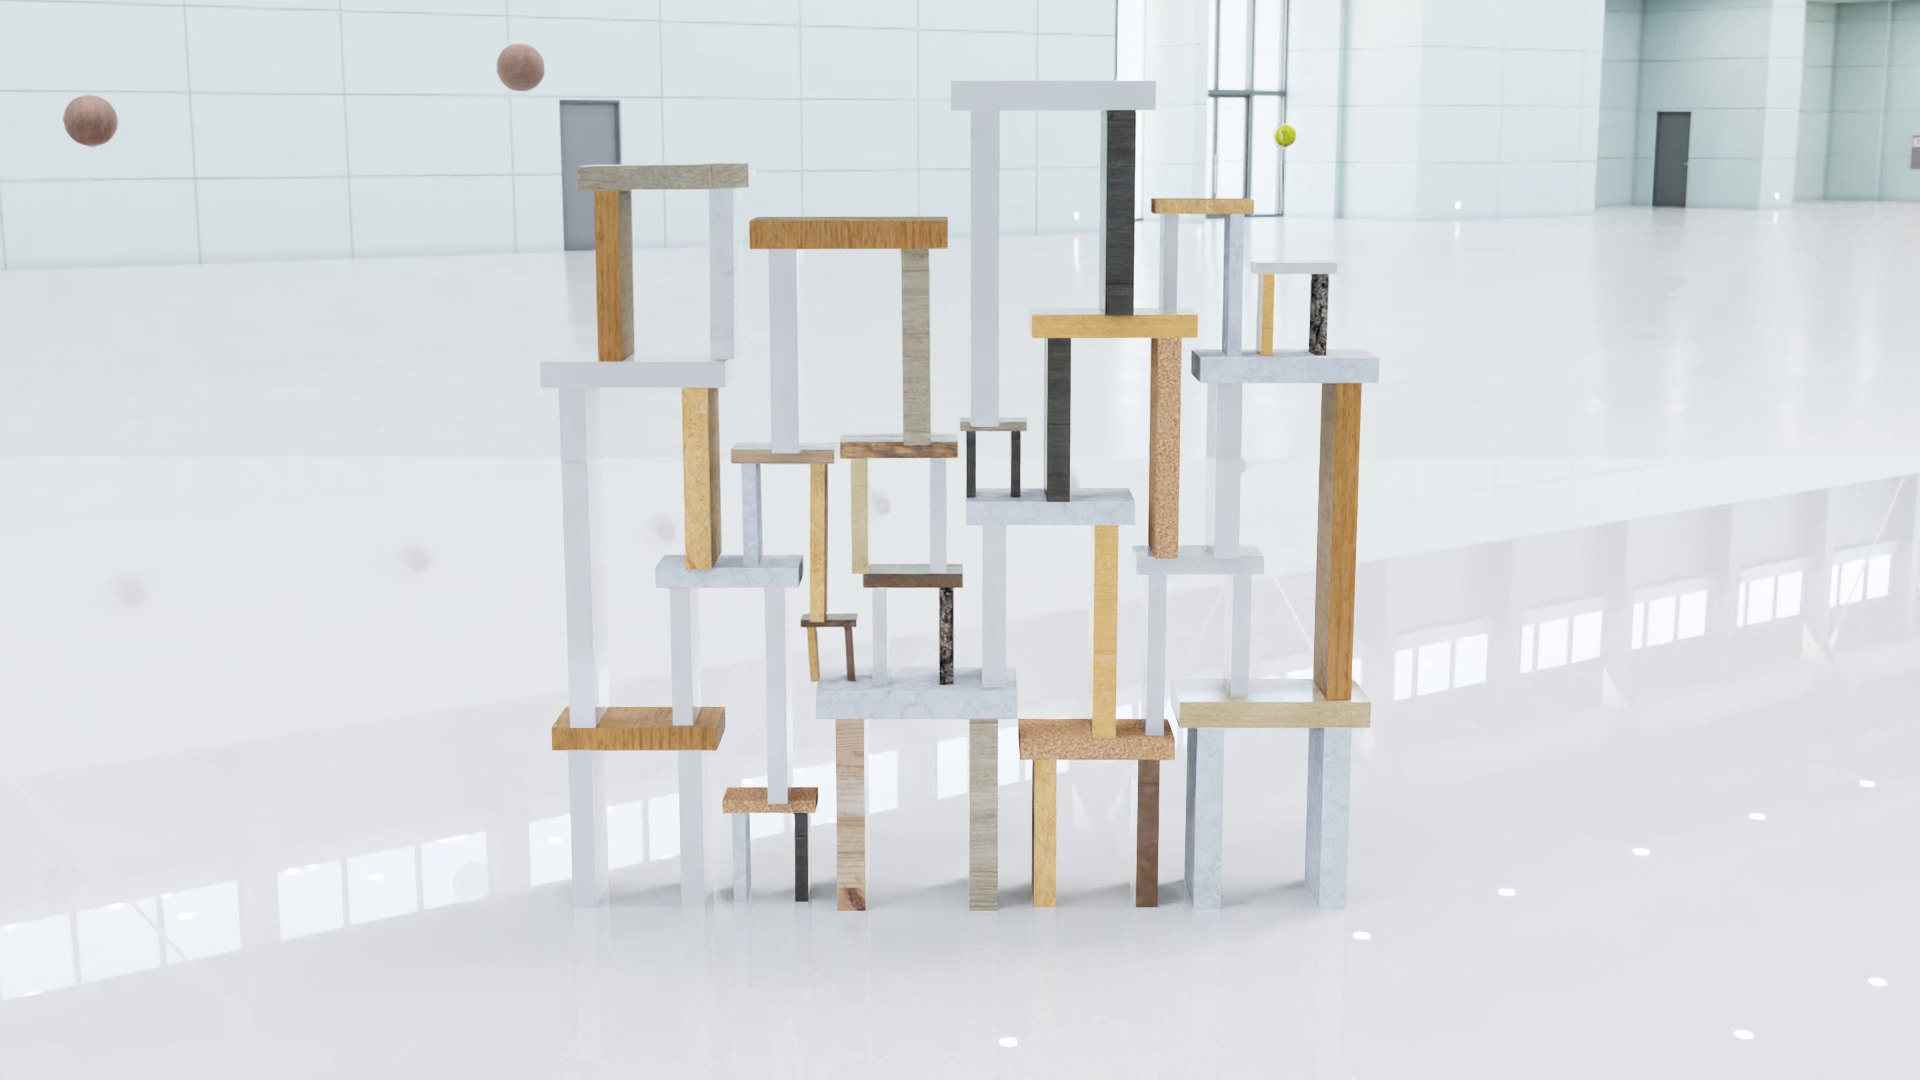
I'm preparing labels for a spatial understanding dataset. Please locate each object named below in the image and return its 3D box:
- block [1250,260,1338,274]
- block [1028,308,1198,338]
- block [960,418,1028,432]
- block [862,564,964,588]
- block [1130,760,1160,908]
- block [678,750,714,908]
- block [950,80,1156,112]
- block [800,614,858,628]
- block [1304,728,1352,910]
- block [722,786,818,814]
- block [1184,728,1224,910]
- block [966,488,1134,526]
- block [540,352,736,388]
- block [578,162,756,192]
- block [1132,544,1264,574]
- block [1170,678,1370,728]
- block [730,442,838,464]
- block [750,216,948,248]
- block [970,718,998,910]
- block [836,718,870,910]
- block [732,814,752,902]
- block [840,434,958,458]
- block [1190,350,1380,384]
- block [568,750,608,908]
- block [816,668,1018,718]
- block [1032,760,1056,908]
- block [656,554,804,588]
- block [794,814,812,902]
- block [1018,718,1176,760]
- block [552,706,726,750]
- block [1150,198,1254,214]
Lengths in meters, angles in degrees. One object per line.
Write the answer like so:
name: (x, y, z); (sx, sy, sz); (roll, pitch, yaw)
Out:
block: (0.528, -0.432, 3.481); (0.128, 0.018, 0.064); (0, 11, 0)
block: (0.241, -0.345, 3.492); (0.259, 0.037, 0.130); (0, 11, 0)
block: (0.053, -0.186, 3.527); (0.107, 0.015, 0.054); (0, 11, 0)
block: (-0.075, 0.058, 3.569); (0.161, 0.023, 0.081); (0, 11, 0)
block: (0.306, 0.468, 3.643); (0.035, 0.250, 0.125); (0, 10, 0)
block: (-0.437, 0.459, 3.645); (0.038, 0.266, 0.133); (0, 11, 0)
block: (0.142, -0.691, 3.425); (0.312, 0.044, 0.156); (0, 11, 0)
block: (-0.213, 0.131, 3.586); (0.091, 0.013, 0.045); (0, 11, 1)
block: (0.608, 0.439, 3.639); (0.043, 0.307, 0.153); (0, 11, 0)
block: (-0.313, 0.430, 3.638); (0.152, 0.022, 0.076); (0, 11, 0)
block: (0.404, 0.439, 3.639); (0.043, 0.307, 0.153); (0, 11, 0)
block: (0.144, -0.054, 3.551); (0.267, 0.038, 0.134); (0, 11, 0)
block: (-0.512, -0.271, 3.512); (0.290, 0.041, 0.145); (0, 11, 0)
block: (-0.458, -0.571, 3.455); (0.264, 0.037, 0.132); (-1, 11, 0)
block: (0.384, 0.031, 3.565); (0.203, 0.029, 0.102); (0, 11, 0)
block: (0.506, 0.267, 3.608); (0.307, 0.043, 0.153); (0, 11, 0)
block: (-0.281, -0.140, 3.535); (0.165, 0.023, 0.082); (0, 11, 1)
block: (-0.172, -0.485, 3.465); (0.305, 0.043, 0.153); (0, 11, 0)
block: (0.038, 0.431, 3.639); (0.046, 0.323, 0.162); (0, 11, 0)
block: (-0.177, 0.431, 3.639); (0.046, 0.323, 0.162); (0, 11, 0)
block: (-0.363, 0.515, 3.654); (0.022, 0.152, 0.076); (0, 11, 0)
block: (-0.098, -0.151, 3.535); (0.187, 0.027, 0.094); (0, 11, -1)
block: (0.516, -0.278, 3.510); (0.280, 0.040, 0.140); (0, 11, 0)
block: (-0.615, 0.459, 3.645); (0.038, 0.266, 0.133); (0, 11, 0)
block: (-0.069, 0.250, 3.605); (0.323, 0.046, 0.162); (0, 11, 0)
block: (0.139, 0.468, 3.642); (0.035, 0.250, 0.125); (0, 11, 0)
block: (-0.372, 0.050, 3.568); (0.229, 0.032, 0.114); (0, 11, 0)
block: (-0.261, 0.515, 3.653); (0.022, 0.152, 0.076); (0, 11, 0)
block: (0.222, 0.327, 3.617); (0.250, 0.035, 0.125); (0, 11, 0)
block: (-0.526, 0.309, 3.617); (0.266, 0.038, 0.133); (0, 11, 0)
block: (0.381, -0.526, 3.461); (0.154, 0.022, 0.077); (0, 11, -1)
